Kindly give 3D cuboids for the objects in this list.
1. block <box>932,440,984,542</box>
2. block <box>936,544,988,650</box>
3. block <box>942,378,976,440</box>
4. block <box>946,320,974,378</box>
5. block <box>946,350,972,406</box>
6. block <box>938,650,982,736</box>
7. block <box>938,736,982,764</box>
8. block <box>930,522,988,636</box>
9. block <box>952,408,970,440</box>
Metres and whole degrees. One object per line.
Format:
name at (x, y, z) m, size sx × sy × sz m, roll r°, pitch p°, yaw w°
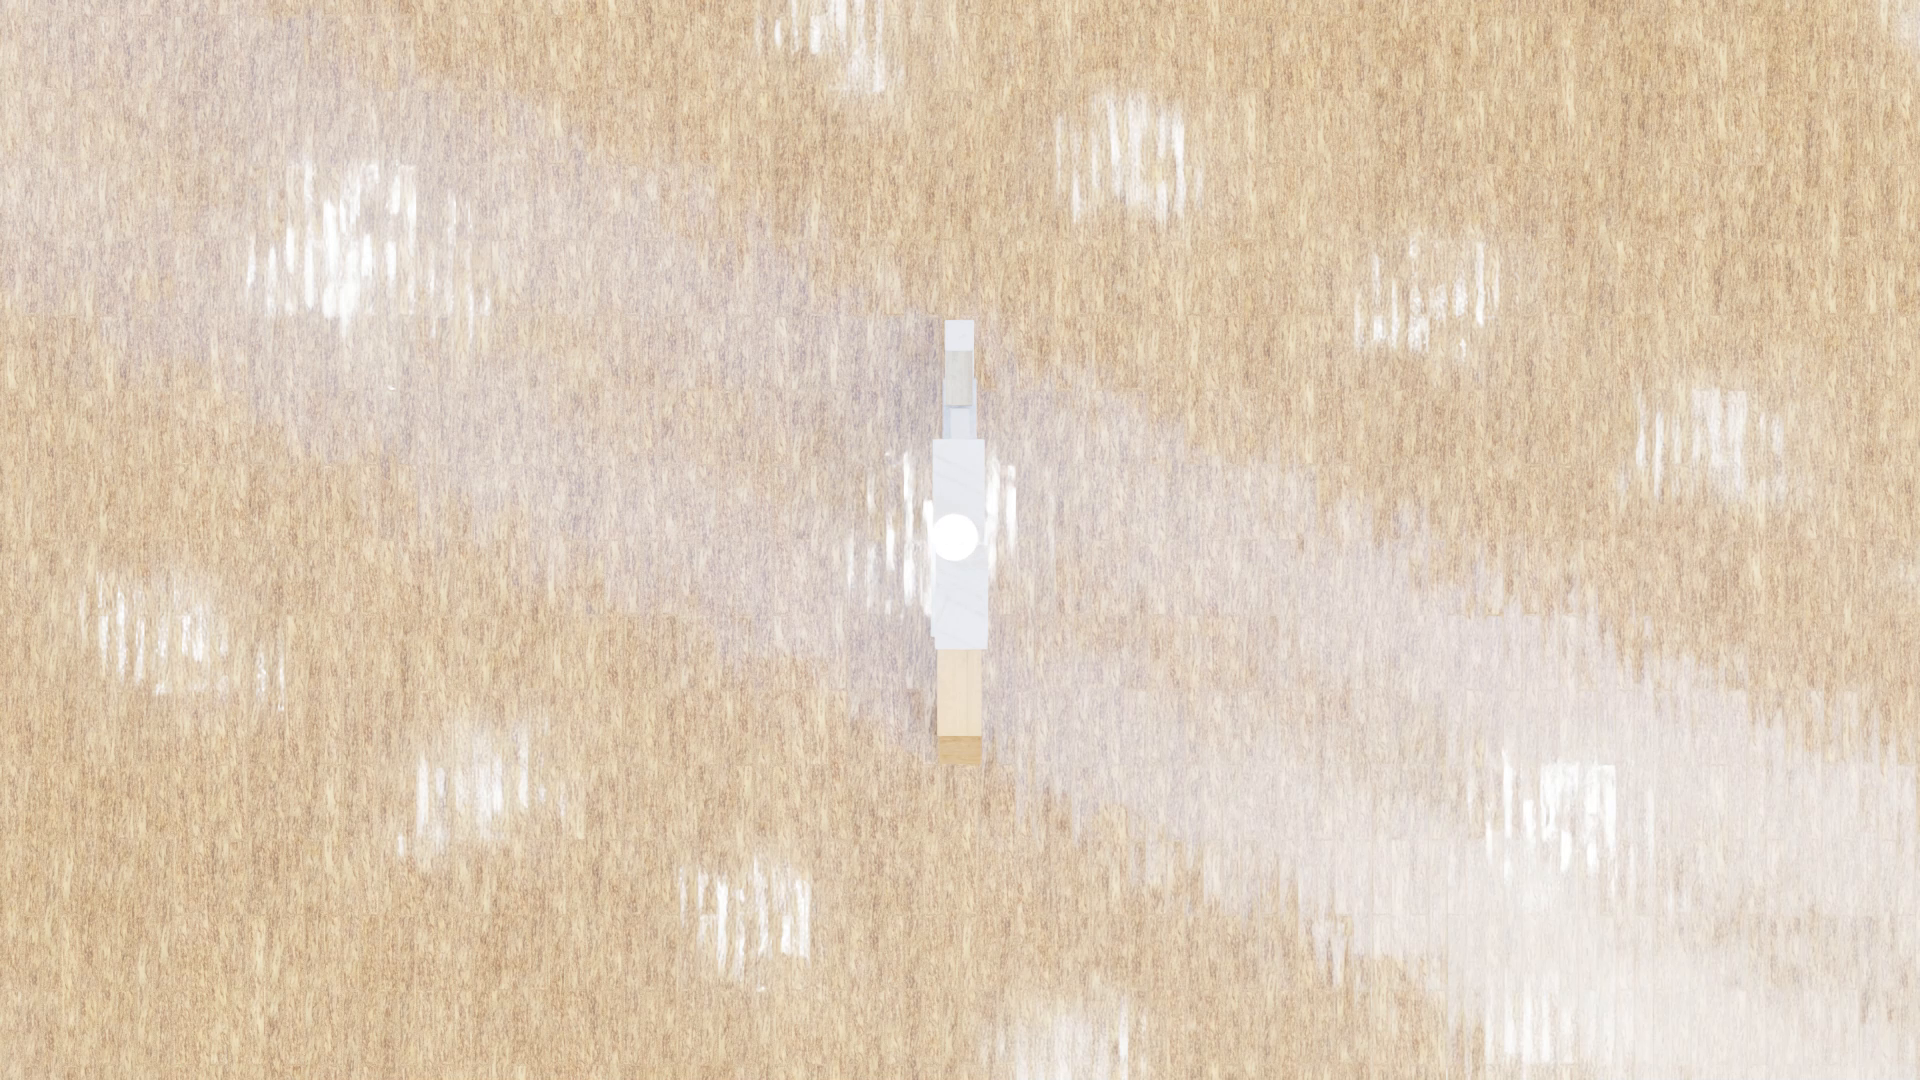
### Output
block at (-0.003, -0.141, 4.776) m, size 0.149 × 0.042 × 0.299 m, roll 0°, pitch 90°, yaw 0°
block at (0.004, 0.164, 4.773) m, size 0.151 × 0.043 × 0.302 m, roll 0°, pitch 90°, yaw 0°
block at (-0.001, -0.407, 5.269) m, size 0.108 × 0.031 × 0.216 m, roll 0°, pitch 90°, yaw 0°
block at (-0.001, -0.612, 5.301) m, size 0.093 × 0.026 × 0.185 m, roll 0°, pitch 90°, yaw 0°
block at (-0.003, -0.497, 5.073) m, size 0.084 × 0.024 × 0.168 m, roll 0°, pitch 90°, yaw 0°
block at (-0.001, 0.450, 4.910) m, size 0.131 × 0.037 × 0.262 m, roll 0°, pitch 90°, yaw 0°
block at (0.001, 0.570, 5.210) m, size 0.135 × 0.038 × 0.271 m, roll 0°, pitch 90°, yaw 0°
block at (-0.001, 0.122, 5.121) m, size 0.177 × 0.050 × 0.354 m, roll 0°, pitch 90°, yaw 0°
block at (0.000, -0.352, 5.133) m, size 0.056 × 0.016 × 0.113 m, roll 0°, pitch 90°, yaw 0°
